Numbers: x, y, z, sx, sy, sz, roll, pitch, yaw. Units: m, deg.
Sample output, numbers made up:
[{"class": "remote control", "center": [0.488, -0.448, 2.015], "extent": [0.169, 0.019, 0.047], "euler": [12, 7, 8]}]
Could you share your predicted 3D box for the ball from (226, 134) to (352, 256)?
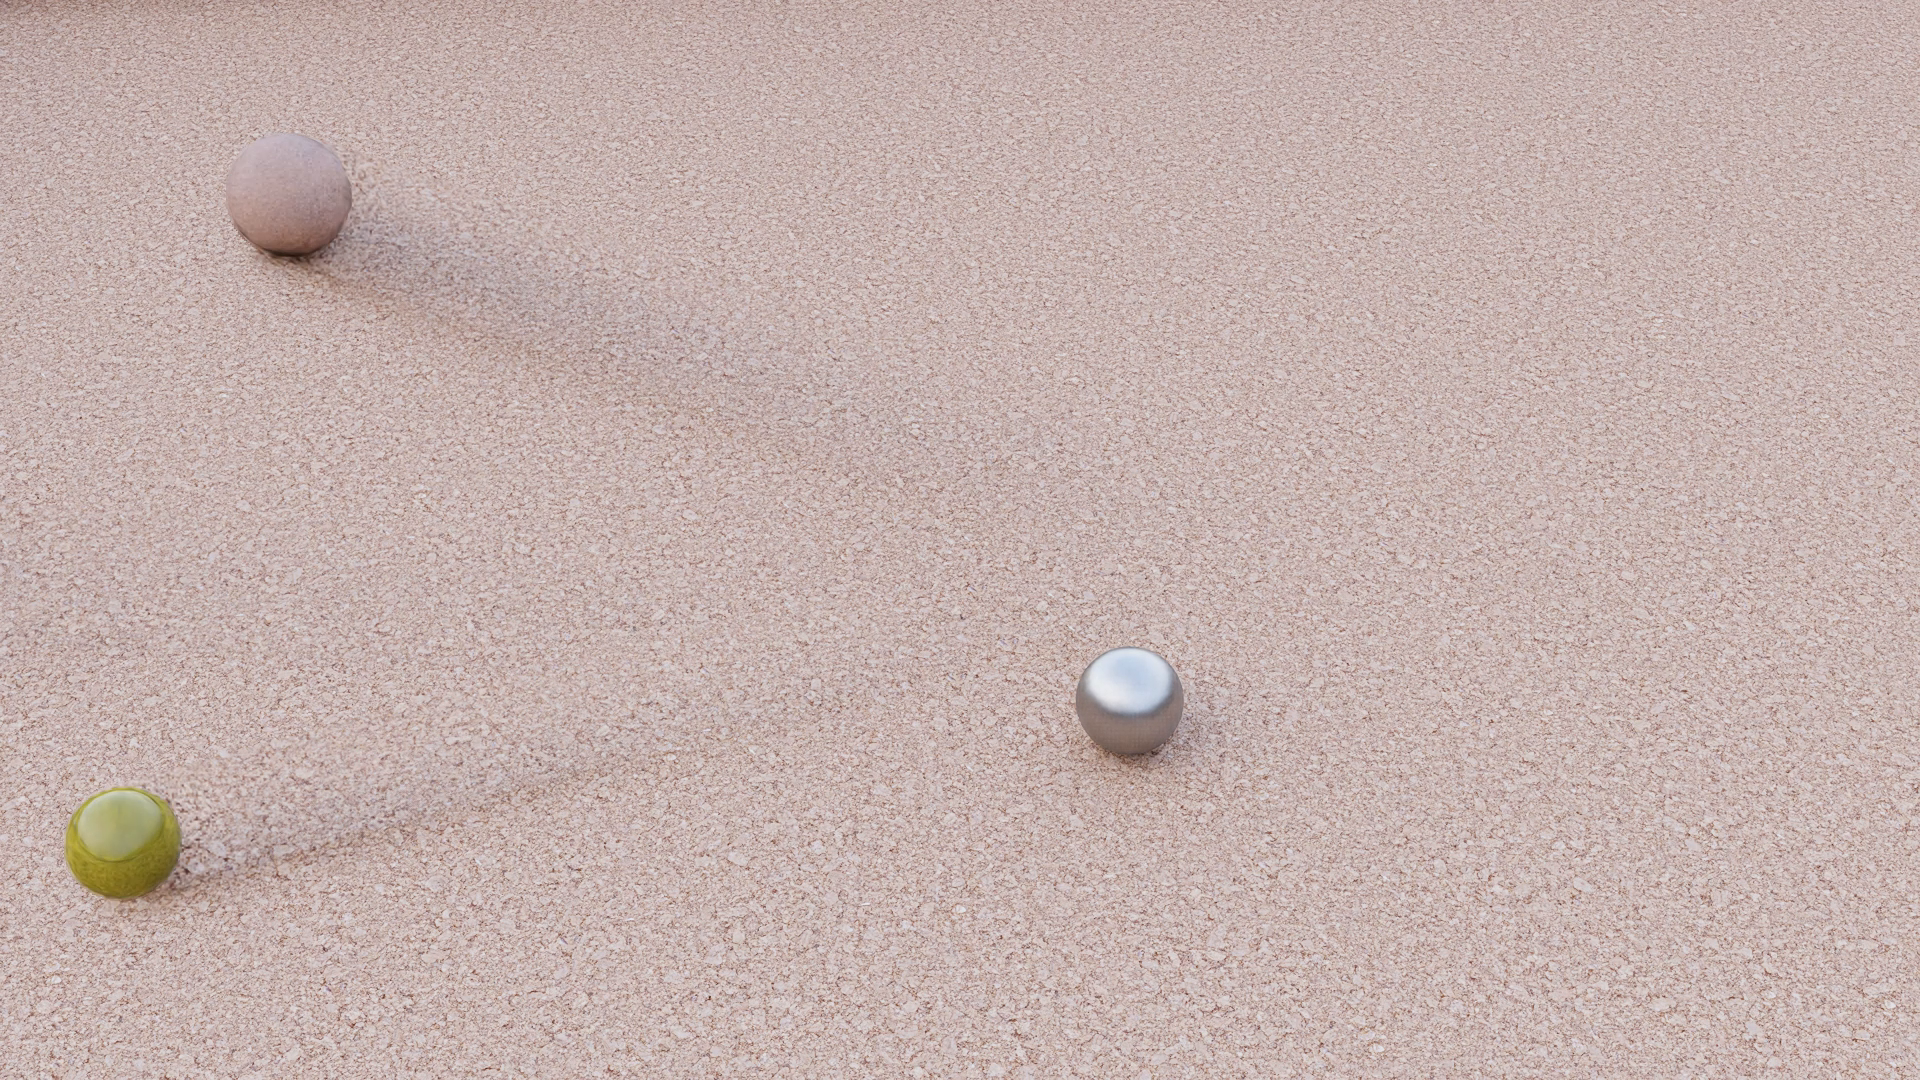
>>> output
[{"class": "ball", "center": [-0.492, -0.253, 1.882], "extent": [0.089, 0.089, 0.089], "euler": [0, 36, 0]}]

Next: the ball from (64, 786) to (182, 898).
[{"class": "ball", "center": [-0.440, 0.159, 1.350], "extent": [0.059, 0.059, 0.059], "euler": [0, 36, 0]}]

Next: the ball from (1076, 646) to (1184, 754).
[{"class": "ball", "center": [0.095, 0.090, 1.441], "extent": [0.061, 0.061, 0.061], "euler": [0, 36, 0]}]
